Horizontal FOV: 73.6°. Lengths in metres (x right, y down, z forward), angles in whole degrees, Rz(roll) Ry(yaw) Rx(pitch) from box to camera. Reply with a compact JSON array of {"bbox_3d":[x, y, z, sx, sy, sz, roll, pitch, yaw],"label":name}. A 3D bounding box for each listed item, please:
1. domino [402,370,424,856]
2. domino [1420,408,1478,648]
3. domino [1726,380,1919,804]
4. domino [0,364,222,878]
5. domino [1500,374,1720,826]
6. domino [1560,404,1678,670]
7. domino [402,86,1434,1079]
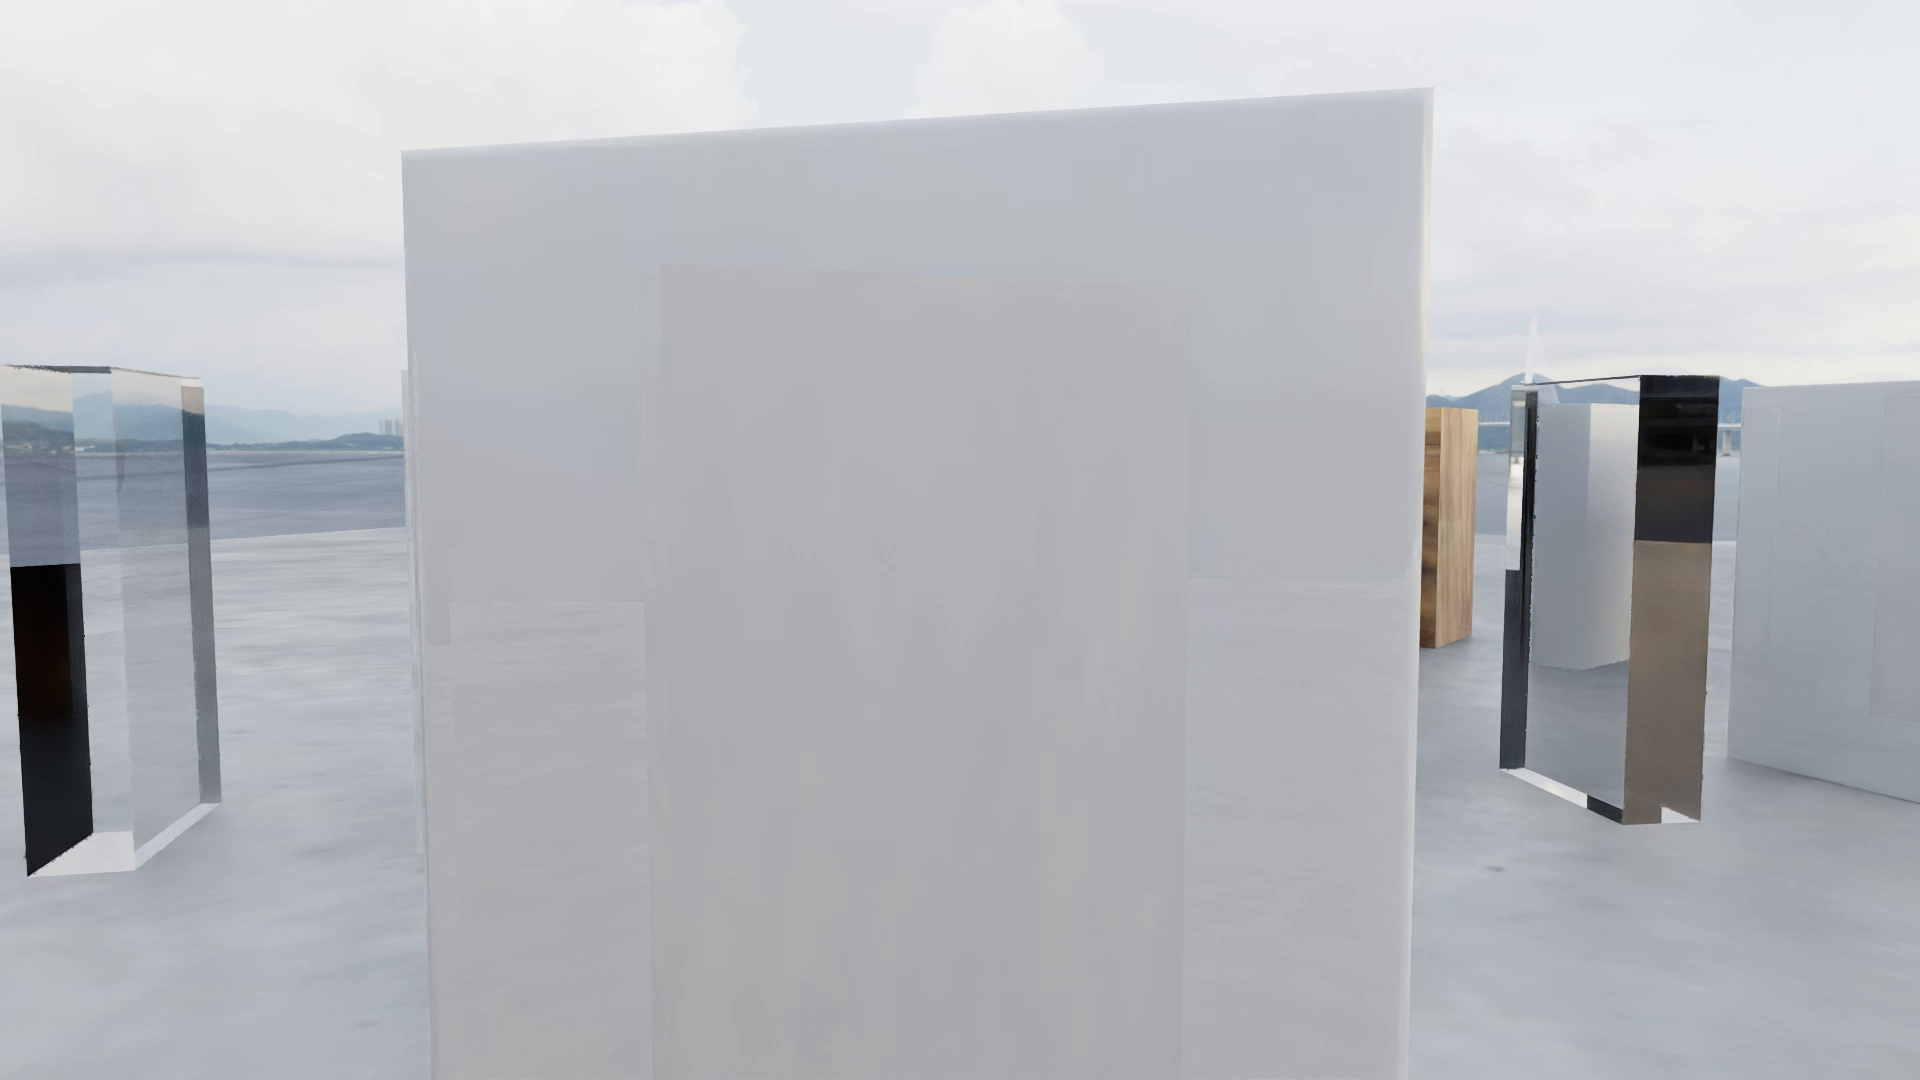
[{"bbox_3d":[-0.053,0.007,0.144,0.009,0.050,0.025,-1,4,-7],"label":"domino"},{"bbox_3d":[0.103,-0.003,0.278,0.010,0.050,0.025,3,5,38],"label":"domino"},{"bbox_3d":[0.113,0.005,0.163,0.010,0.050,0.025,-2,5,-22],"label":"domino"},{"bbox_3d":[-0.090,0.007,0.137,0.010,0.050,0.025,-1,4,-12],"label":"domino"},{"bbox_3d":[0.077,0.006,0.154,0.010,0.050,0.025,-1,4,-8],"label":"domino"},{"bbox_3d":[0.129,-0.001,0.252,0.025,0.050,0.010,-3,6,-39],"label":"domino"},{"bbox_3d":[-0.001,0.015,0.036,0.025,0.050,0.010,1,4,13],"label":"domino"}]
